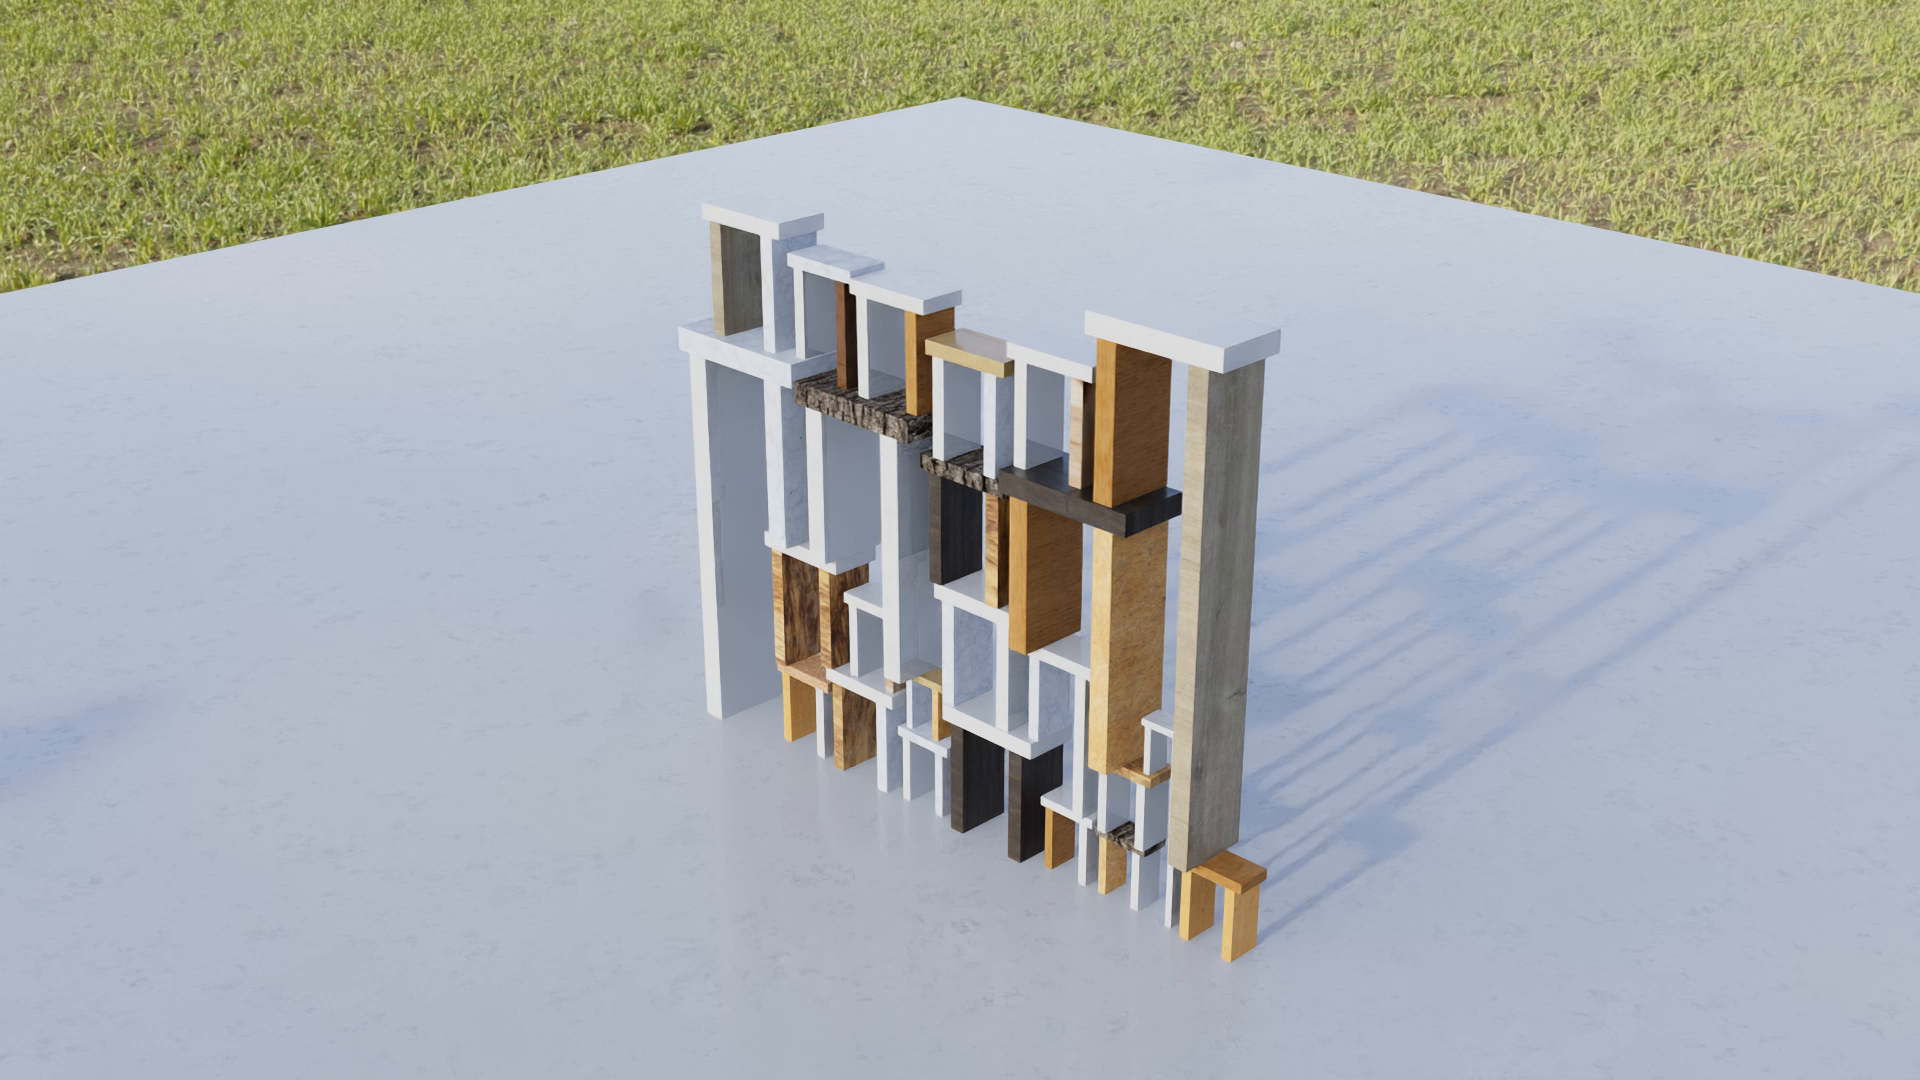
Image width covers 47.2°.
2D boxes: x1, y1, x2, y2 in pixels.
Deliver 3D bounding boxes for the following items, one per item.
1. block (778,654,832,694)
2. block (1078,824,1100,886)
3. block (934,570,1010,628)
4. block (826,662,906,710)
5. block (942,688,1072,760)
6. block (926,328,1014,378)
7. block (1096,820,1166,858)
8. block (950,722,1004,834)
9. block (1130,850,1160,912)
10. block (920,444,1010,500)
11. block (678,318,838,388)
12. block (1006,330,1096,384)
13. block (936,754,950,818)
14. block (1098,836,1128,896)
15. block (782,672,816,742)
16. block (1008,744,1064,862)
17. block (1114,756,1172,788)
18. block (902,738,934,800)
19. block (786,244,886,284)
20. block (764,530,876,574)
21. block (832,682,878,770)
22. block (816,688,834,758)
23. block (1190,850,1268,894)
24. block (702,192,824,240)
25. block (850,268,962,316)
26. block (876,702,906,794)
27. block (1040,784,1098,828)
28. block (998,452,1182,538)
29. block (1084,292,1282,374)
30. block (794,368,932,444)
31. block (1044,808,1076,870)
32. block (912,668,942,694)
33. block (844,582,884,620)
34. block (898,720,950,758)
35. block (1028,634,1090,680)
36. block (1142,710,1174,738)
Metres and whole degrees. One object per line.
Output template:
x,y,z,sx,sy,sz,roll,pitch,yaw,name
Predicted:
-0.305,0.278,4.668,0.160,0.023,0.080,21,31,41,block
0.256,0.590,4.202,0.019,0.131,0.066,21,31,41,block
0.067,0.112,4.204,0.220,0.031,0.110,21,31,41,block
-0.172,0.290,4.533,0.199,0.028,0.099,21,31,41,block
0.091,0.353,4.280,0.237,0.034,0.118,21,31,41,block
0.042,-0.344,4.029,0.200,0.028,0.100,21,31,40,block
0.319,0.554,4.121,0.061,0.017,0.121,-21,31,-41,block
0.036,0.455,4.384,0.034,0.237,0.118,21,31,41,block
0.348,0.630,4.121,0.017,0.122,0.061,21,31,41,block
0.045,-0.134,4.123,0.226,0.032,0.113,21,31,41,block
-0.395,-0.393,4.492,0.354,0.050,0.177,21,31,41,block
0.191,-0.325,3.884,0.101,0.029,0.202,-21,31,-40,block
-0.018,0.483,4.442,0.020,0.140,0.070,21,31,41,block
0.290,0.607,4.174,0.017,0.122,0.061,21,31,41,block
-0.342,0.347,4.738,0.023,0.160,0.080,21,31,41,block
0.147,0.499,4.282,0.034,0.237,0.118,21,31,41,block
0.321,0.414,4.052,0.138,0.020,0.069,21,31,41,block
-0.084,0.457,4.503,0.070,0.140,0.020,-21,31,-41,block
-0.241,-0.535,4.262,0.091,0.026,0.183,-21,31,-40,block
-0.290,0.011,4.548,0.221,0.031,0.110,21,31,41,block
-0.219,0.376,4.620,0.099,0.199,0.028,-21,31,-41,block
-0.267,0.376,4.668,0.023,0.160,0.080,21,31,41,block
0.471,0.589,3.966,0.148,0.021,0.074,21,31,41,block
-0.393,-0.646,4.377,0.236,0.033,0.118,21,31,41,block
-0.103,-0.468,4.138,0.101,0.029,0.202,-21,31,-40,block
-0.125,0.412,4.534,0.028,0.199,0.099,21,31,41,block
0.225,0.509,4.201,0.131,0.019,0.066,21,31,41,block
0.231,-0.086,3.930,0.152,0.043,0.304,-21,31,-41,block
0.370,-0.349,3.675,0.299,0.042,0.149,21,31,41,block
-0.154,-0.268,4.280,0.162,0.046,0.324,-21,31,-40,block
0.194,0.566,4.259,0.019,0.131,0.066,21,31,41,block
-0.057,0.273,4.401,0.112,0.016,0.056,21,31,40,block
-0.153,0.127,4.448,0.157,0.022,0.079,21,31,41,block
-0.051,0.396,4.441,0.140,0.020,0.070,21,31,41,block
0.210,0.212,4.093,0.087,0.025,0.174,-21,31,-40,block
0.378,0.334,3.952,0.096,0.014,0.048,21,31,40,block
